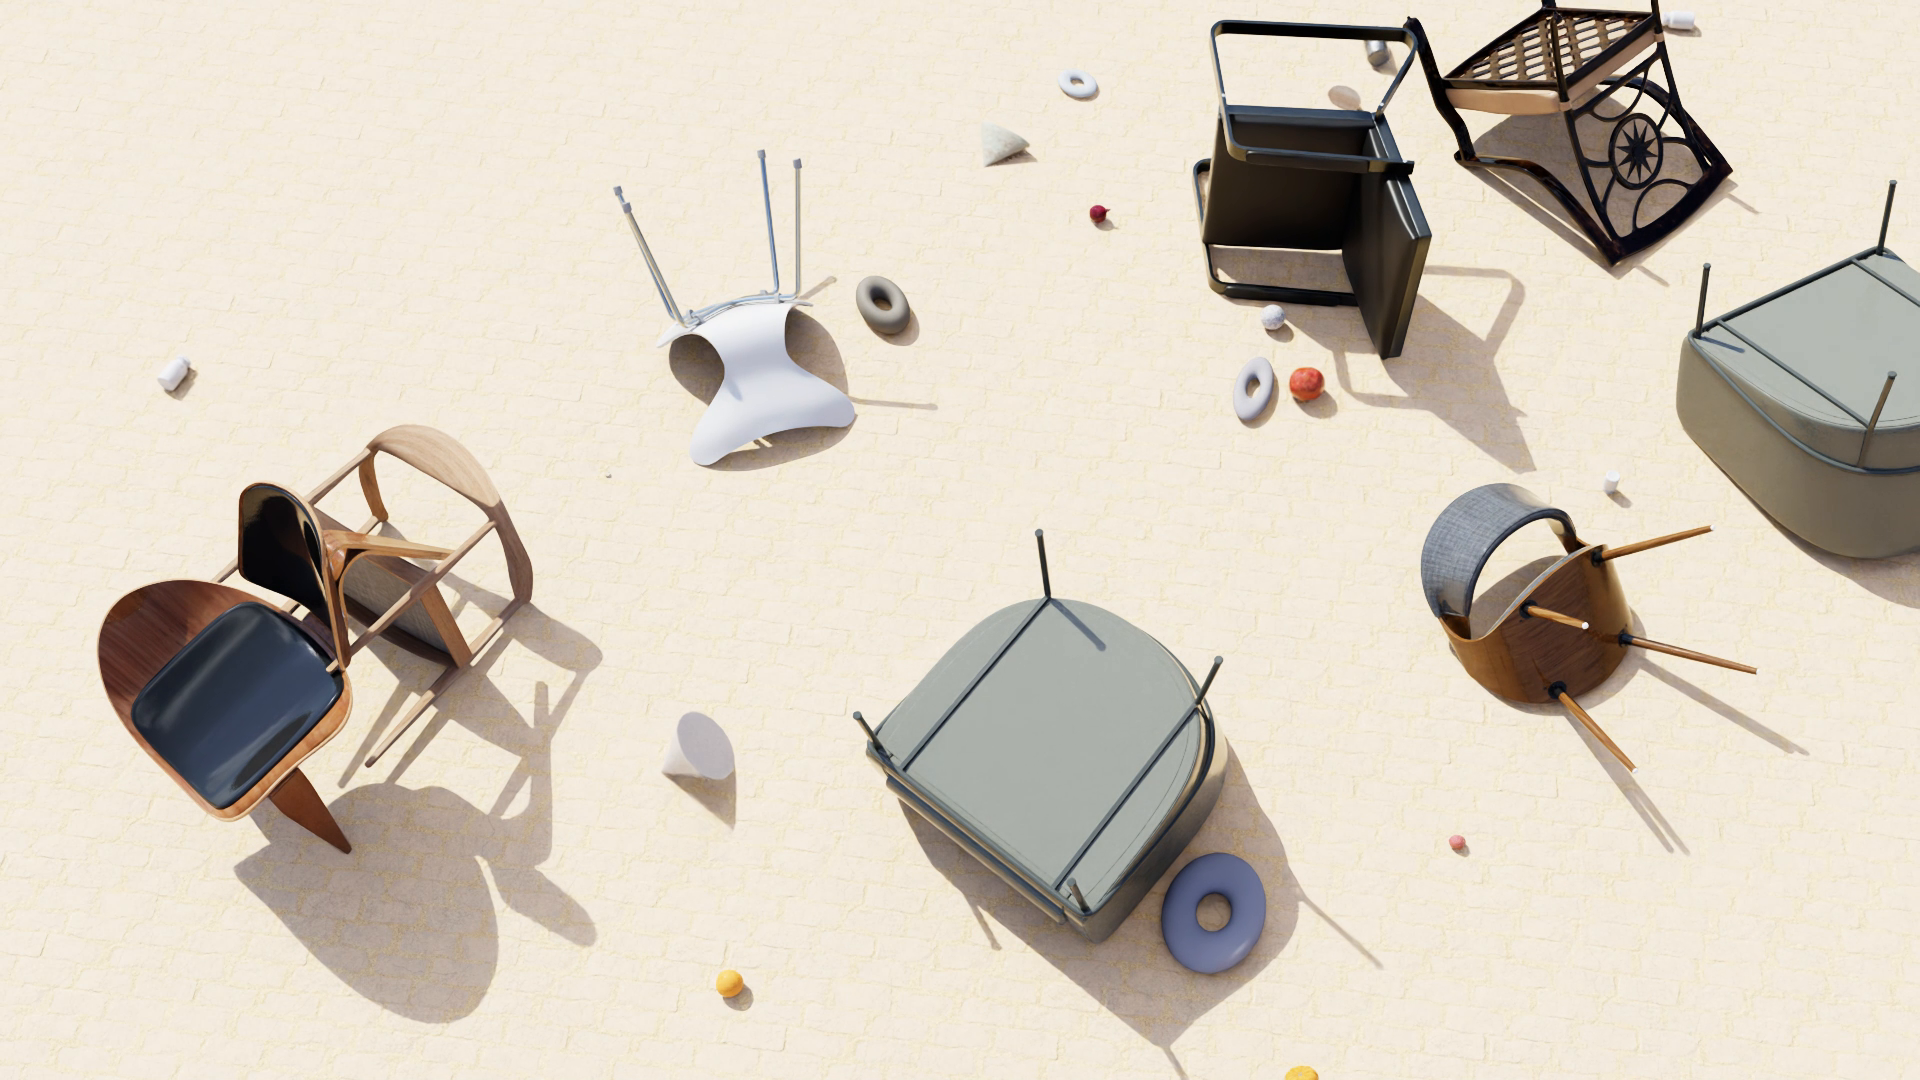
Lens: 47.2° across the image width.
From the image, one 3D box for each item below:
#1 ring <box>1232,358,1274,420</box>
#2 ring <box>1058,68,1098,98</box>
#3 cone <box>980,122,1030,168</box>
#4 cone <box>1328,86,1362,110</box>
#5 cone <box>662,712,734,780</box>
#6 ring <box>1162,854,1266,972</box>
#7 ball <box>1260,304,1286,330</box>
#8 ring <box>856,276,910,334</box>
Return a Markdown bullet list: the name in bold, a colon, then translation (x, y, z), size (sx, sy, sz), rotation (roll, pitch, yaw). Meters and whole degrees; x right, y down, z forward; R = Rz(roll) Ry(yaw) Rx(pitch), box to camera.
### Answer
- **ring**: translation (0.916, -0.473, 6.864), size (0.119, 0.045, 0.257), rotation (13, 57, 10)
- **ring**: translation (0.407, -1.582, 7.619), size (0.149, 0.028, 0.120), rotation (35, 62, 20)
- **cone**: translation (0.117, -1.316, 7.432), size (0.198, 0.084, 0.144), rotation (27, 77, 18)
- **cone**: translation (1.332, -1.525, 7.579), size (0.122, 0.077, 0.047), rotation (27, 21, 20)
- **cone**: translation (-0.768, 0.609, 6.105), size (0.170, 0.252, 0.208), rotation (-32, 80, 22)
- **ring**: translation (0.676, 0.992, 5.858), size (0.272, 0.085, 0.352), rotation (19, 59, 11)
- **ball**: translation (0.996, -0.709, 7.002), size (0.080, 0.080, 0.080), rotation (0, 56, 0)
- **ring**: translation (-0.247, -0.753, 7.034), size (0.155, 0.077, 0.235), rotation (-24, 60, -17)
